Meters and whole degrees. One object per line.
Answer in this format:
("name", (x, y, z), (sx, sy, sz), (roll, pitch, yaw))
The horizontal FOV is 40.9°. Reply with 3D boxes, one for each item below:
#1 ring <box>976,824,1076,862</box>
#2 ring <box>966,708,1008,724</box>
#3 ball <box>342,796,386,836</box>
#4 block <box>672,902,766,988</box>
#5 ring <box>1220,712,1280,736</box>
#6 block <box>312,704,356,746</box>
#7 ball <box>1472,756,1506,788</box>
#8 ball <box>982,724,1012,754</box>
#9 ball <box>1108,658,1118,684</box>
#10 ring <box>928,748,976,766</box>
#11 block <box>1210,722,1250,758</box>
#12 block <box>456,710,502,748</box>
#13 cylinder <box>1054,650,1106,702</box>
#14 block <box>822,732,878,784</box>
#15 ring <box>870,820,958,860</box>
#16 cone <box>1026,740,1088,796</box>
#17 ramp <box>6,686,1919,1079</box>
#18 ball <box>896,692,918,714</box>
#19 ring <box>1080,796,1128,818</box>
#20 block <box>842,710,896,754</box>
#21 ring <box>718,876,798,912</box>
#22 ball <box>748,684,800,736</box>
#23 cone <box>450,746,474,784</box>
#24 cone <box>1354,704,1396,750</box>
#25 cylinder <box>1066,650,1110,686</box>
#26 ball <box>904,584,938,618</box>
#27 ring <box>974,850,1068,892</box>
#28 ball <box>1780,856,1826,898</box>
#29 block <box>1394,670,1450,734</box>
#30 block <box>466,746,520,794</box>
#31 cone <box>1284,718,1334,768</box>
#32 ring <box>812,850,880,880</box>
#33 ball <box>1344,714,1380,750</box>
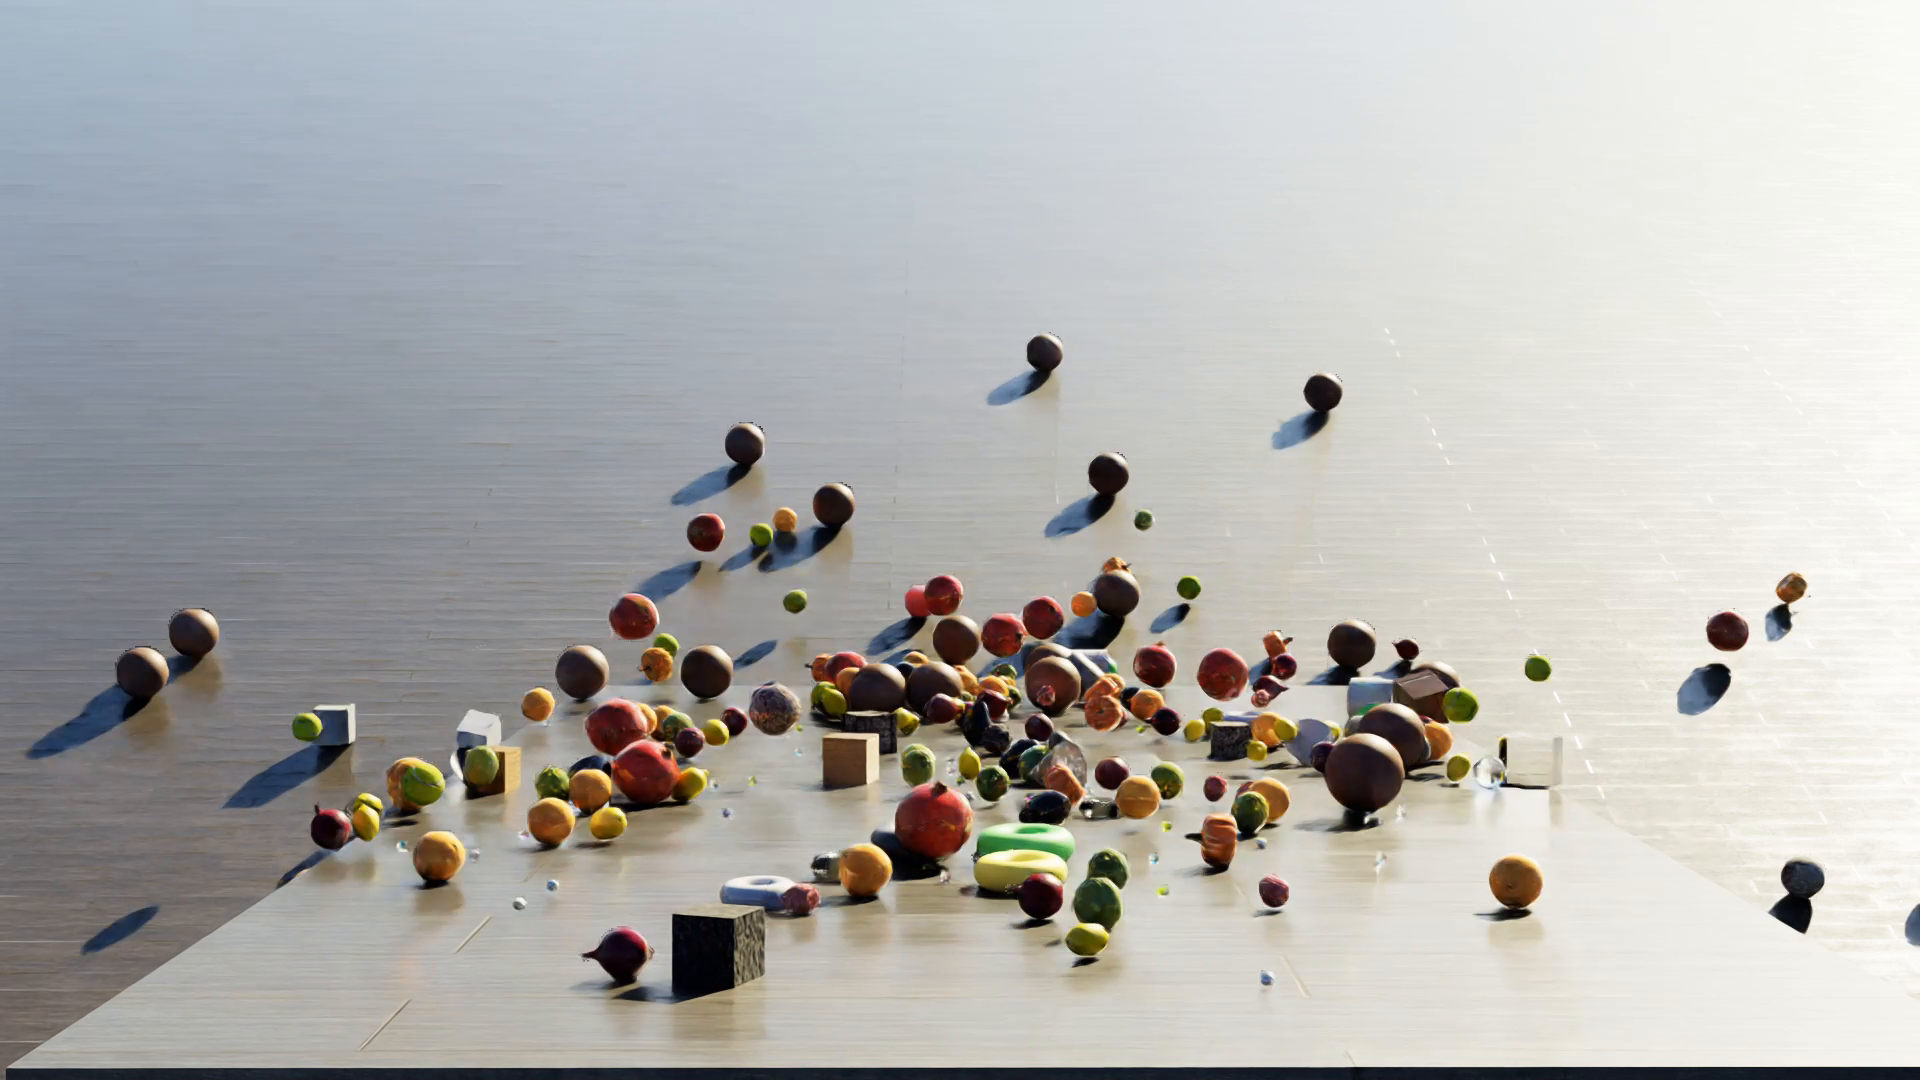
("ring", (0.097, 0.450, 3.796), (0.147, 0.049, 0.147), (0, 3, 0))
("ring", (0.060, 0.386, 5.674), (0.096, 0.032, 0.096), (3, -2, 0))
("ball", (-1.395, 0.647, 6.027), (0.097, 0.097, 0.097), (0, 24, 0))
("block", (-0.278, 0.466, 2.966), (0.079, 0.079, 0.079), (1, 2, 22))
("ring", (0.617, 0.389, 5.480), (0.130, 0.043, 0.130), (-1, 1, 0))
("block", (-1.563, 0.461, 6.429), (0.088, 0.088, 0.088), (-1, 4, -2))
("ball", (0.944, 0.414, 4.591), (0.058, 0.058, 0.058), (0, 24, 0))
("ball", (0.073, 0.394, 5.107), (0.061, 0.061, 0.061), (0, 24, 0))
("ball", (0.376, 0.341, 6.733), (0.072, 0.072, 0.072), (0, 24, 0))
("ring", (-0.016, 0.430, 4.959), (0.095, 0.032, 0.095), (-2, 22, 1))
("block", (0.531, 0.394, 5.074), (0.064, 0.064, 0.064), (0, 2, -7))
("block", (-1.184, 0.480, 6.345), (0.079, 0.079, 0.079), (11, 38, 12))
("cylinder", (0.284, 0.323, 6.113), (0.087, 0.087, 0.087), (42, 38, 14))
("block", (-0.199, 0.399, 4.699), (0.083, 0.083, 0.083), (0, 2, 13))
("ring", (-0.069, 0.450, 3.850), (0.132, 0.044, 0.132), (0, 6, 0))
("cone", (0.153, 0.402, 4.466), (0.096, 0.096, 0.096), (-14, 11, 40))
("ramp", (0.055, 0.496, 4.544), (2.000, 0.100, 4.000), (0, 2, 0))
("ball", (-0.120, 0.372, 5.853), (0.051, 0.051, 0.051), (0, 24, 0))
("ring", (0.238, 0.443, 4.263), (0.081, 0.027, 0.081), (0, 3, 0))
("block", (-0.182, 0.385, 5.131), (0.079, 0.079, 0.079), (-2, 3, -40))
("ring", (-0.267, 0.471, 3.426), (0.106, 0.035, 0.106), (-1, 3, 0))
("ball", (-0.337, 0.310, 4.688), (0.094, 0.094, 0.094), (0, 24, 0))
("cone", (-0.894, 0.425, 4.679), (0.072, 0.072, 0.072), (-1, 29, -3))
("cone", (0.851, 0.399, 5.213), (0.097, 0.097, 0.097), (-3, 29, -8))
("cylinder", (0.320, 0.323, 6.493), (0.094, 0.094, 0.094), (0, 24, -10))
("ball", (-0.109, 0.170, 7.113), (0.092, 0.092, 0.092), (0, 24, 0))
("ring", (0.085, 0.461, 3.577), (0.131, 0.044, 0.131), (-1, 3, 0))
("ball", (1.893, 0.756, 5.783), (0.096, 0.096, 0.096), (0, 24, 0))
("block", (0.962, 0.336, 5.366), (0.085, 0.085, 0.085), (-14, 30, -14))
("block", (-0.831, 0.408, 4.584), (0.074, 0.074, 0.074), (0, 2, 10))
("cone", (0.668, 0.409, 4.934), (0.097, 0.097, 0.097), (3, 29, 7))
("ring", (-0.162, 0.463, 3.669), (0.098, 0.033, 0.098), (-1, 3, 0))
("ball", (0.804, 0.386, 5.164), (0.072, 0.072, 0.072), (0, 24, 0))
